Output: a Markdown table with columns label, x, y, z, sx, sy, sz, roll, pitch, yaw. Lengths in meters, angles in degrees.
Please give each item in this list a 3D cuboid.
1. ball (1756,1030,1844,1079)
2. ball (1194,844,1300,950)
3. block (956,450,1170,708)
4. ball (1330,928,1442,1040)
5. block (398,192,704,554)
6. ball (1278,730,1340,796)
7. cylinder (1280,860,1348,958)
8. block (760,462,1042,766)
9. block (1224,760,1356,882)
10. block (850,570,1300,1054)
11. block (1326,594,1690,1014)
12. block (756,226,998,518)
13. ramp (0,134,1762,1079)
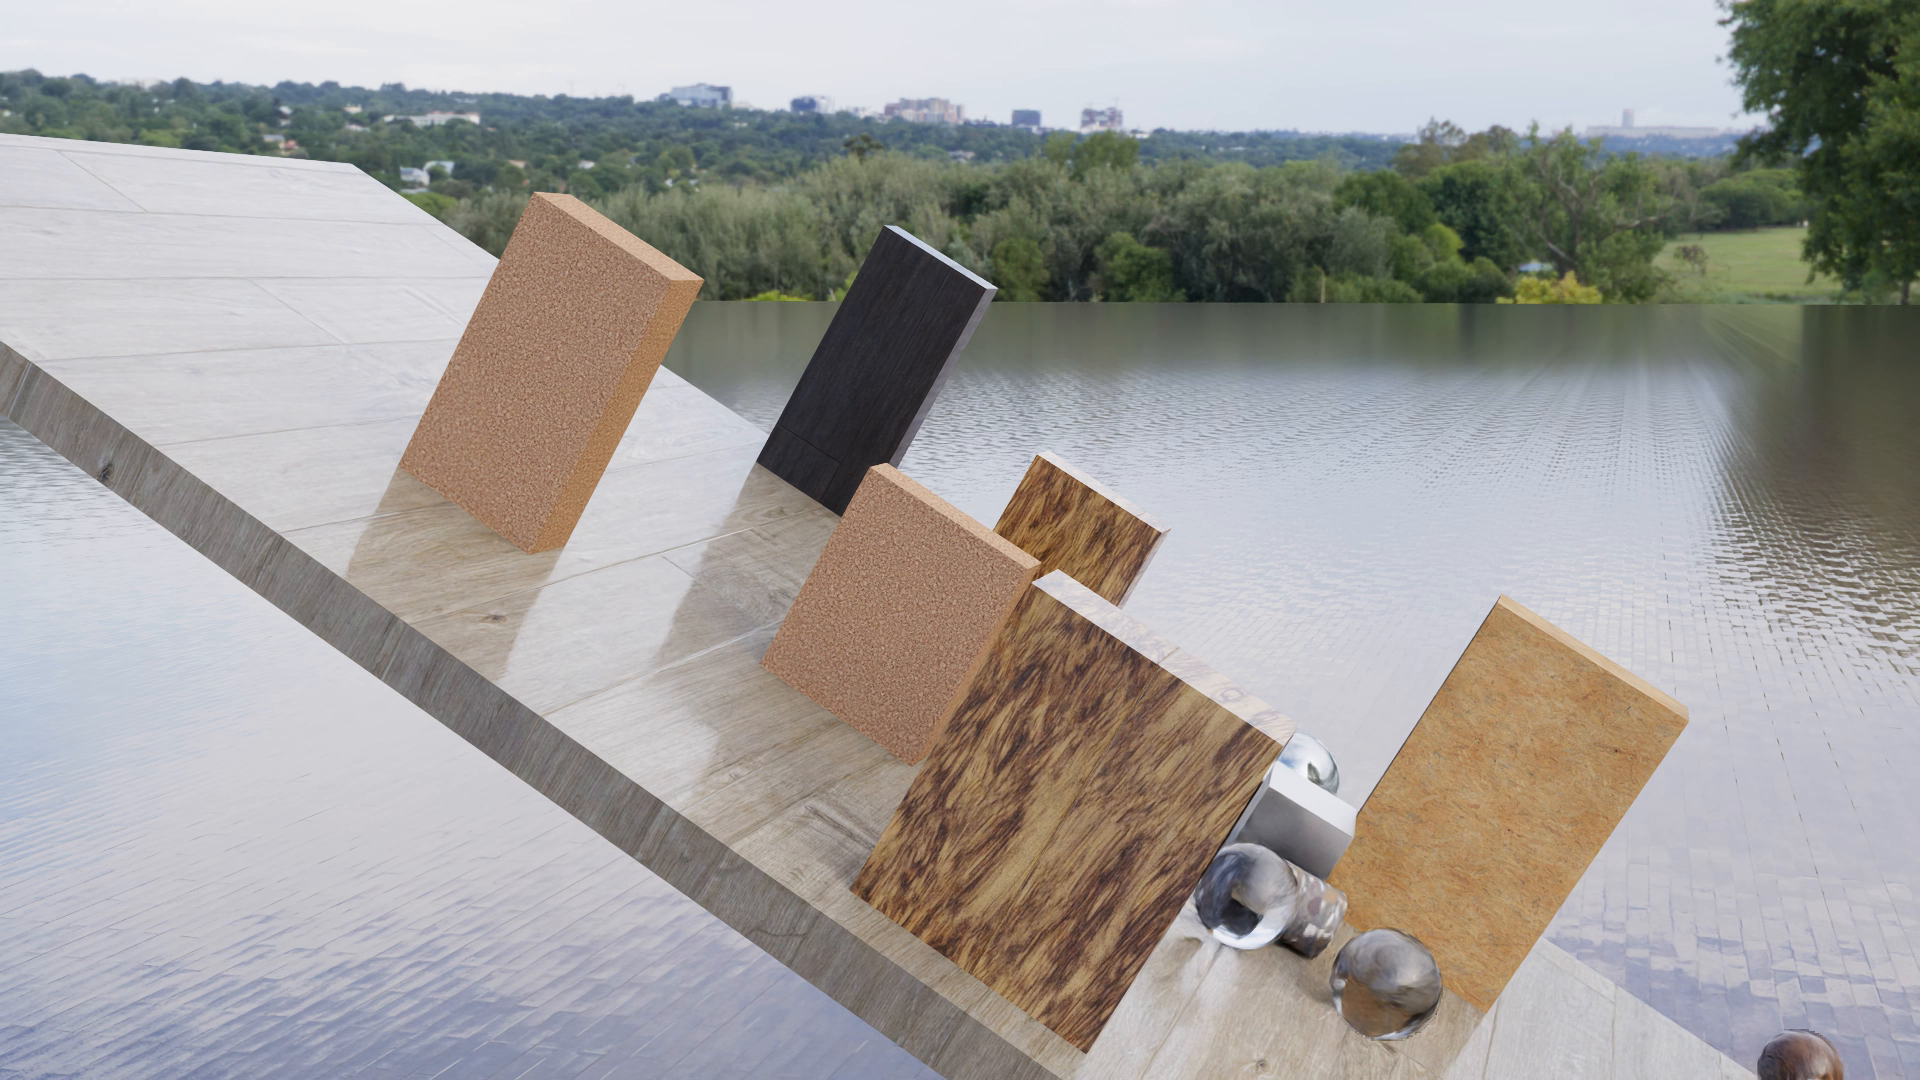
| label | x | y | z | sx | sy | sz | roll | pitch | yaw |
| --- | --- | --- | --- | --- | --- | --- | --- | --- | --- |
| ball | 1.855 | 1.176 | 4.854 | 0.181 | 0.181 | 0.181 | 0 | 7 | 0 |
| ball | 0.493 | 0.613 | 3.782 | 0.181 | 0.181 | 0.181 | 0 | 7 | 0 |
| block | 0.147 | 0.118 | 4.137 | 0.274 | 0.498 | 0.087 | 33 | 15 | 11 |
| ball | 0.724 | 0.755 | 3.739 | 0.187 | 0.187 | 0.187 | 0 | 7 | 0 |
| block | -0.701 | -0.285 | 3.762 | 0.289 | 0.538 | 0.132 | 33 | 15 | 11 |
| ball | 0.663 | 0.486 | 4.446 | 0.206 | 0.206 | 0.206 | 0 | 7 | 0 |
| cylinder | 0.605 | 0.660 | 3.942 | 0.130 | 0.130 | 0.130 | 30 | 8 | 0 |
| block | -0.105 | 0.128 | 3.797 | 0.324 | 0.407 | 0.089 | 33 | 15 | 11 |
| block | 0.627 | 0.566 | 4.194 | 0.182 | 0.182 | 0.182 | 31 | 15 | 5 |
| block | 0.162 | 0.388 | 3.177 | 0.415 | 0.540 | 0.150 | 33 | 15 | 11 |
| block | 1.015 | 0.499 | 4.179 | 0.400 | 0.678 | 0.134 | 33 | 15 | 11 |
| block | -0.188 | -0.364 | 4.882 | 0.271 | 0.607 | 0.090 | 33 | 15 | 11 |
| ramp | -0.177 | 0.291 | 4.124 | 4.000 | 0.100 | 2.000 | 33 | 15 | 11 |
